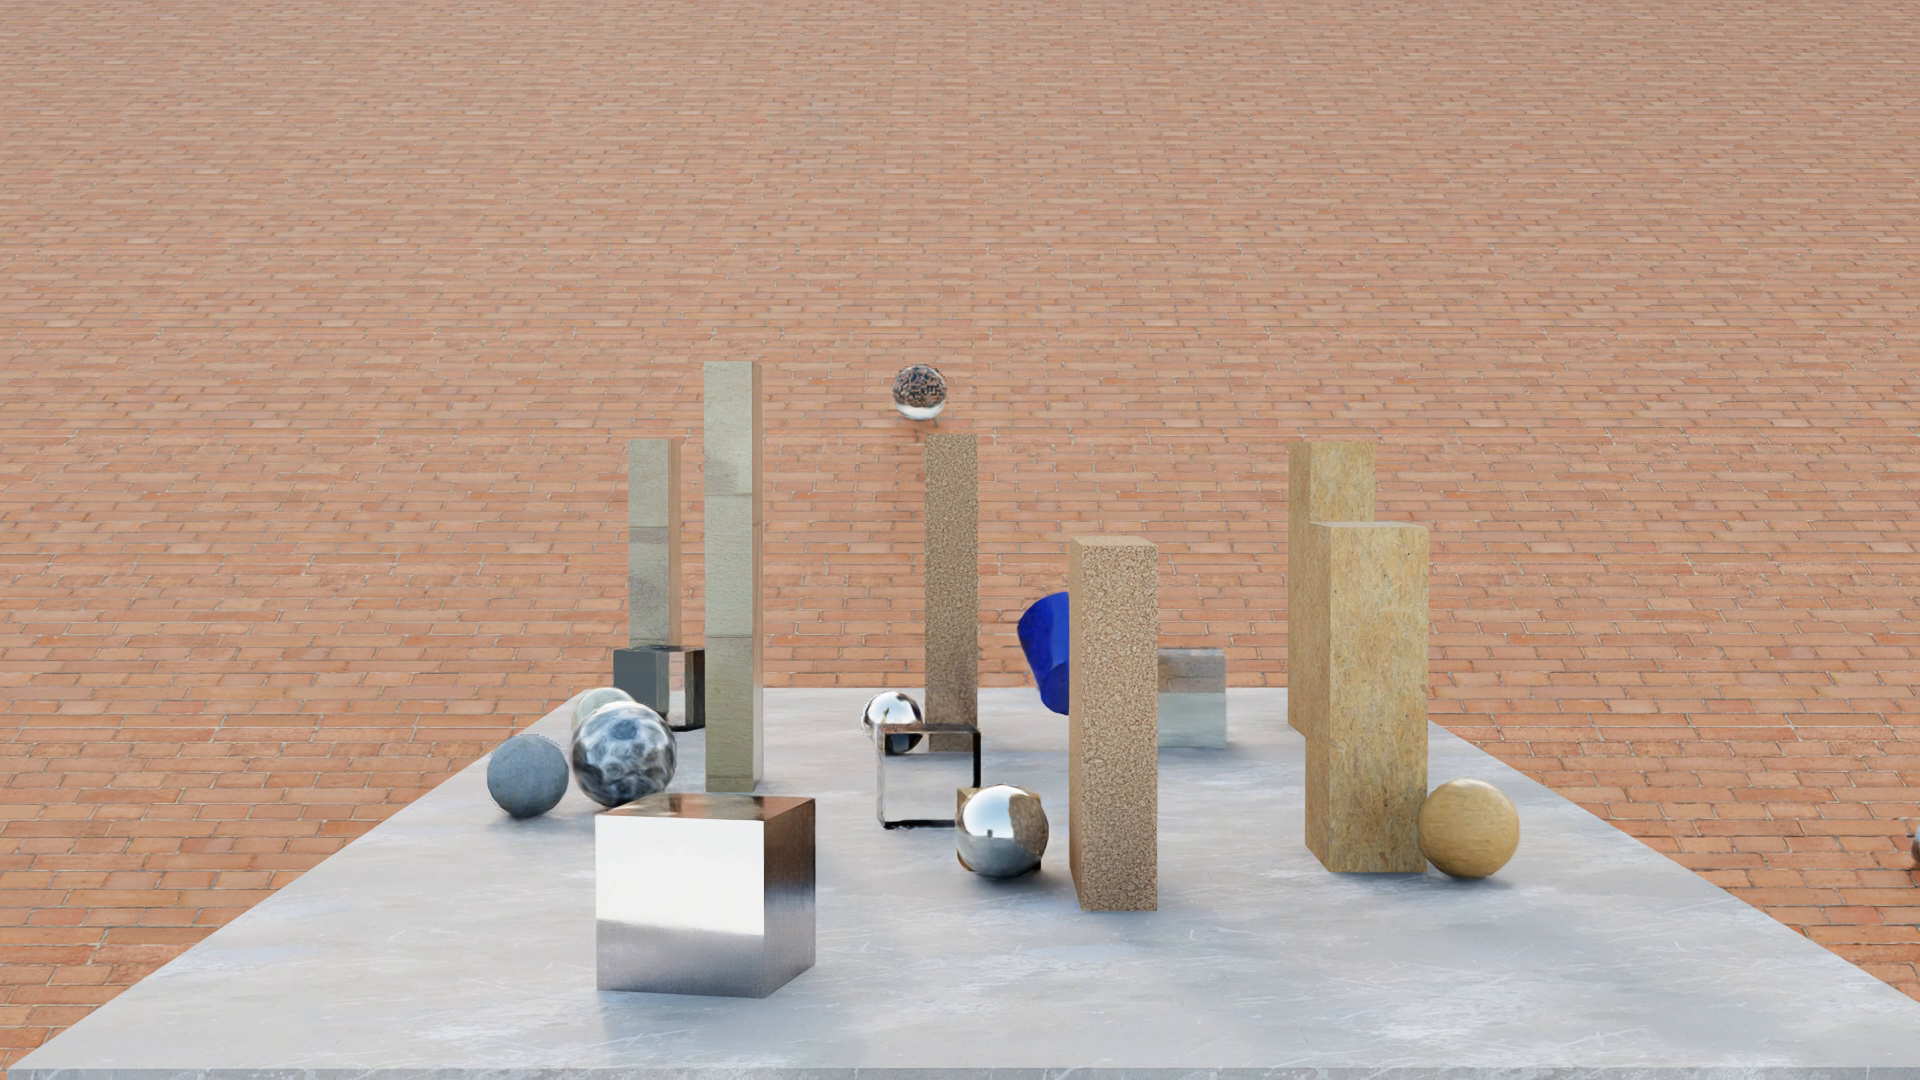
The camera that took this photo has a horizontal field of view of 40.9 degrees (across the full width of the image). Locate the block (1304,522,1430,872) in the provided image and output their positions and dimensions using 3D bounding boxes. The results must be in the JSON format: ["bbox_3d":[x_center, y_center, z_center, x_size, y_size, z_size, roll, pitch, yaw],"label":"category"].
[{"bbox_3d":[0.603,0.225,3.835,0.141,0.498,0.261,0,2,0],"label":"block"}]

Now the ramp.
[{"bbox_3d":[0.055,0.499,4.546,2.000,0.100,4.000,0,2,0],"label":"ramp"}]

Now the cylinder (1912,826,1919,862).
[{"bbox_3d":[2.263,0.702,5.897,0.118,0.118,0.118,-21,32,-39],"label":"cylinder"}]

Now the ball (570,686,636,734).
[{"bbox_3d":[-0.694,0.360,5.067,0.142,0.142,0.142,0,24,0],"label":"ball"}]

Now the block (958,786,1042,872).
[{"bbox_3d":[0.057,0.423,3.777,0.107,0.107,0.107,0,2,-8],"label":"block"}]

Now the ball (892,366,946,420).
[{"bbox_3d":[-0.133,-0.483,8.476,0.181,0.181,0.181,0,24,0],"label":"ball"}]

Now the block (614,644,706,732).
[{"bbox_3d":[-0.642,0.323,5.645,0.172,0.172,0.172,1,2,20],"label":"block"}]

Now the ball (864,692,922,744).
[{"bbox_3d":[-0.135,0.366,5.200,0.120,0.120,0.120,0,24,0],"label":"ball"}]

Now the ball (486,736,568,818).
[{"bbox_3d":[-0.717,0.392,4.275,0.135,0.135,0.135,0,24,0],"label":"ball"}]

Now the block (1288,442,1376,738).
[{"bbox_3d":[0.795,0.101,5.534,0.134,0.623,0.353,0,2,0],"label":"block"}]

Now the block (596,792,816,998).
[{"bbox_3d":[-0.291,0.407,2.981,0.199,0.199,0.199,0,2,14],"label":"block"}]

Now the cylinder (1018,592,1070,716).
[{"bbox_3d":[0.228,0.233,5.299,0.180,0.180,0.180,-6,44,-13],"label":"cylinder"}]

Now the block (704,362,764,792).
[{"bbox_3d":[-0.410,0.062,4.686,0.084,0.765,0.250,0,2,0],"label":"block"}]

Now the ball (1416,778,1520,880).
[{"bbox_3d":[0.720,0.409,3.650,0.143,0.143,0.143,0,24,0],"label":"ball"}]

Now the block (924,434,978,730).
[{"bbox_3d":[-0.018,0.098,5.413,0.107,0.639,0.342,0,2,0],"label":"block"}]

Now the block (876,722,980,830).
[{"bbox_3d":[-0.053,0.384,4.209,0.154,0.154,0.154,0,2,-7],"label":"block"}]

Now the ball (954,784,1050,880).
[{"bbox_3d":[0.059,0.414,3.655,0.135,0.135,0.135,0,24,0],"label":"ball"}]

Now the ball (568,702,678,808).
[{"bbox_3d":[-0.570,0.365,4.361,0.183,0.183,0.183,0,24,0],"label":"ball"}]

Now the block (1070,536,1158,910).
[{"bbox_3d":[0.210,0.242,3.587,0.100,0.483,0.377,0,2,0],"label":"block"}]

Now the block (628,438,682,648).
[{"bbox_3d":[-0.695,0.085,5.881,0.089,0.631,0.266,0,2,0],"label":"block"}]

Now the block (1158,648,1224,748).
[{"bbox_3d":[0.452,0.325,5.343,0.190,0.190,0.190,0,2,5],"label":"block"}]
